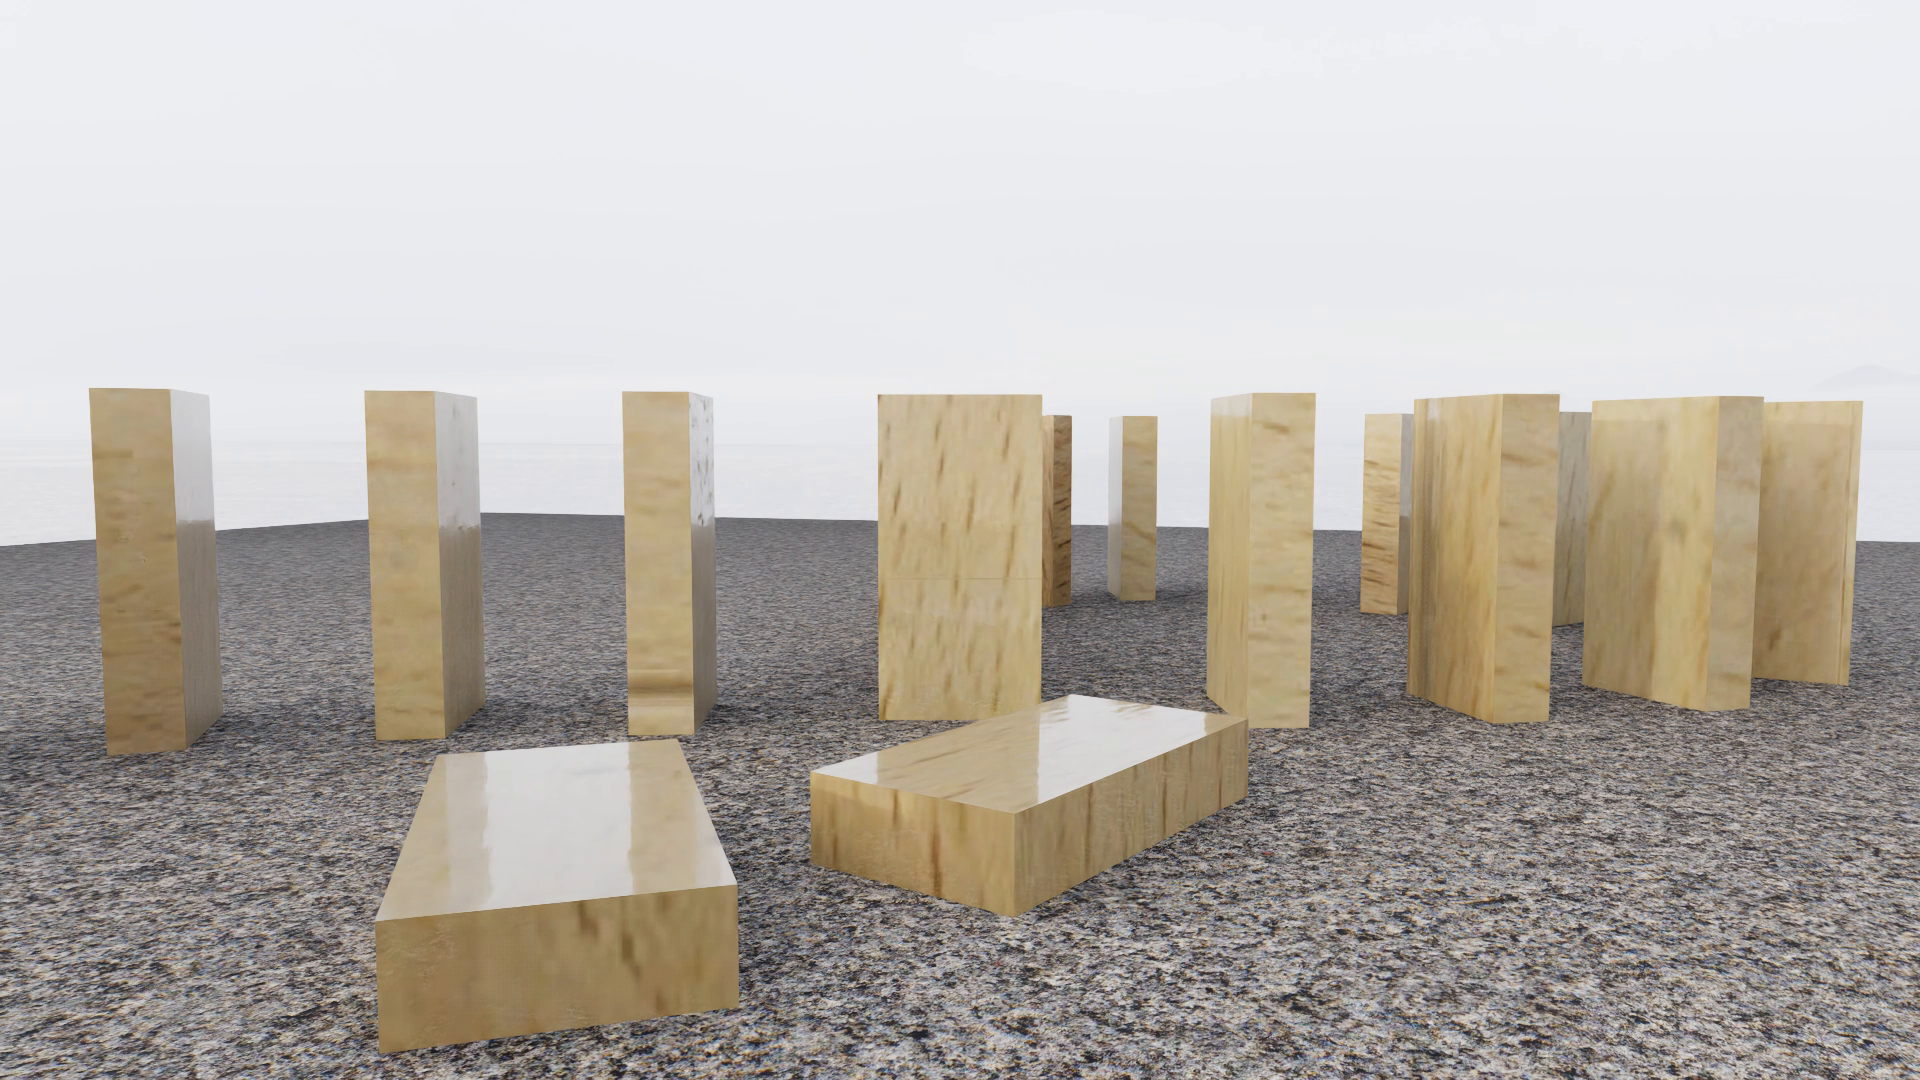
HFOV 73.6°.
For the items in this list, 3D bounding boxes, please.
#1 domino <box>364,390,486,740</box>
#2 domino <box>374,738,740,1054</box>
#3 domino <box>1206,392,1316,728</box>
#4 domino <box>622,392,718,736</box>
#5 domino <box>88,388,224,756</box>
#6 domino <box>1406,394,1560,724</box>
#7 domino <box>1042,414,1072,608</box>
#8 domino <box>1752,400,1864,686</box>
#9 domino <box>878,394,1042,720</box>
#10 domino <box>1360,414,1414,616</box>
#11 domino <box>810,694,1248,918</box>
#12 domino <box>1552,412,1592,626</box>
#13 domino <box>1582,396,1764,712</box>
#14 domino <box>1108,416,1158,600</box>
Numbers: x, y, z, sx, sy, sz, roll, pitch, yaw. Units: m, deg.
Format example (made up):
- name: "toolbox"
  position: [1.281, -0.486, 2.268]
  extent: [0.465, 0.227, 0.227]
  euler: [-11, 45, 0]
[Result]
- name: "domino"
  position: [-0.081, 0.003, 0.195]
  extent: [0.009, 0.050, 0.025]
  euler: [-1, 4, -7]
- name: "domino"
  position: [-0.036, 0.029, 0.117]
  extent: [0.025, 0.010, 0.050]
  euler: [-1, 4, -17]
- name: "domino"
  position: [0.047, 0.002, 0.203]
  extent: [0.010, 0.050, 0.025]
  euler: [0, 4, -3]
- name: "domino"
  position: [-0.044, 0.003, 0.198]
  extent: [0.009, 0.050, 0.025]
  euler: [0, 4, -3]
- name: "domino"
  position: [-0.116, 0.004, 0.187]
  extent: [0.009, 0.050, 0.025]
  euler: [-2, 5, -20]
- name: "domino"
  position: [0.083, 0.002, 0.207]
  extent: [0.009, 0.050, 0.025]
  euler: [-1, 4, -11]
- name: "domino"
  position: [0.017, -0.008, 0.344]
  extent: [0.025, 0.050, 0.010]
  euler: [3, 5, 35]
- name: "domino"
  position: [0.149, 0.000, 0.235]
  extent: [0.025, 0.050, 0.009]
  euler: [3, 5, 33]
- name: "domino"
  position: [0.000, 0.002, 0.201]
  extent: [0.025, 0.050, 0.009]
  euler: [0, 4, 0]
- name: "domino"
  position: [0.113, -0.007, 0.330]
  extent: [0.009, 0.050, 0.025]
  euler: [4, 6, 41]
- name: "domino"
  position: [0.010, 0.027, 0.142]
  extent: [0.025, 0.009, 0.050]
  euler: [3, 5, 37]
- name: "domino"
  position: [0.138, -0.005, 0.303]
  extent: [0.025, 0.050, 0.009]
  euler: [-3, 5, -36]
- name: "domino"
  position: [0.119, 0.001, 0.215]
  extent: [0.009, 0.050, 0.025]
  euler: [-2, 5, -19]
- name: "domino"
  position: [0.048, -0.009, 0.360]
  extent: [0.009, 0.050, 0.025]
  euler: [0, 4, -2]
